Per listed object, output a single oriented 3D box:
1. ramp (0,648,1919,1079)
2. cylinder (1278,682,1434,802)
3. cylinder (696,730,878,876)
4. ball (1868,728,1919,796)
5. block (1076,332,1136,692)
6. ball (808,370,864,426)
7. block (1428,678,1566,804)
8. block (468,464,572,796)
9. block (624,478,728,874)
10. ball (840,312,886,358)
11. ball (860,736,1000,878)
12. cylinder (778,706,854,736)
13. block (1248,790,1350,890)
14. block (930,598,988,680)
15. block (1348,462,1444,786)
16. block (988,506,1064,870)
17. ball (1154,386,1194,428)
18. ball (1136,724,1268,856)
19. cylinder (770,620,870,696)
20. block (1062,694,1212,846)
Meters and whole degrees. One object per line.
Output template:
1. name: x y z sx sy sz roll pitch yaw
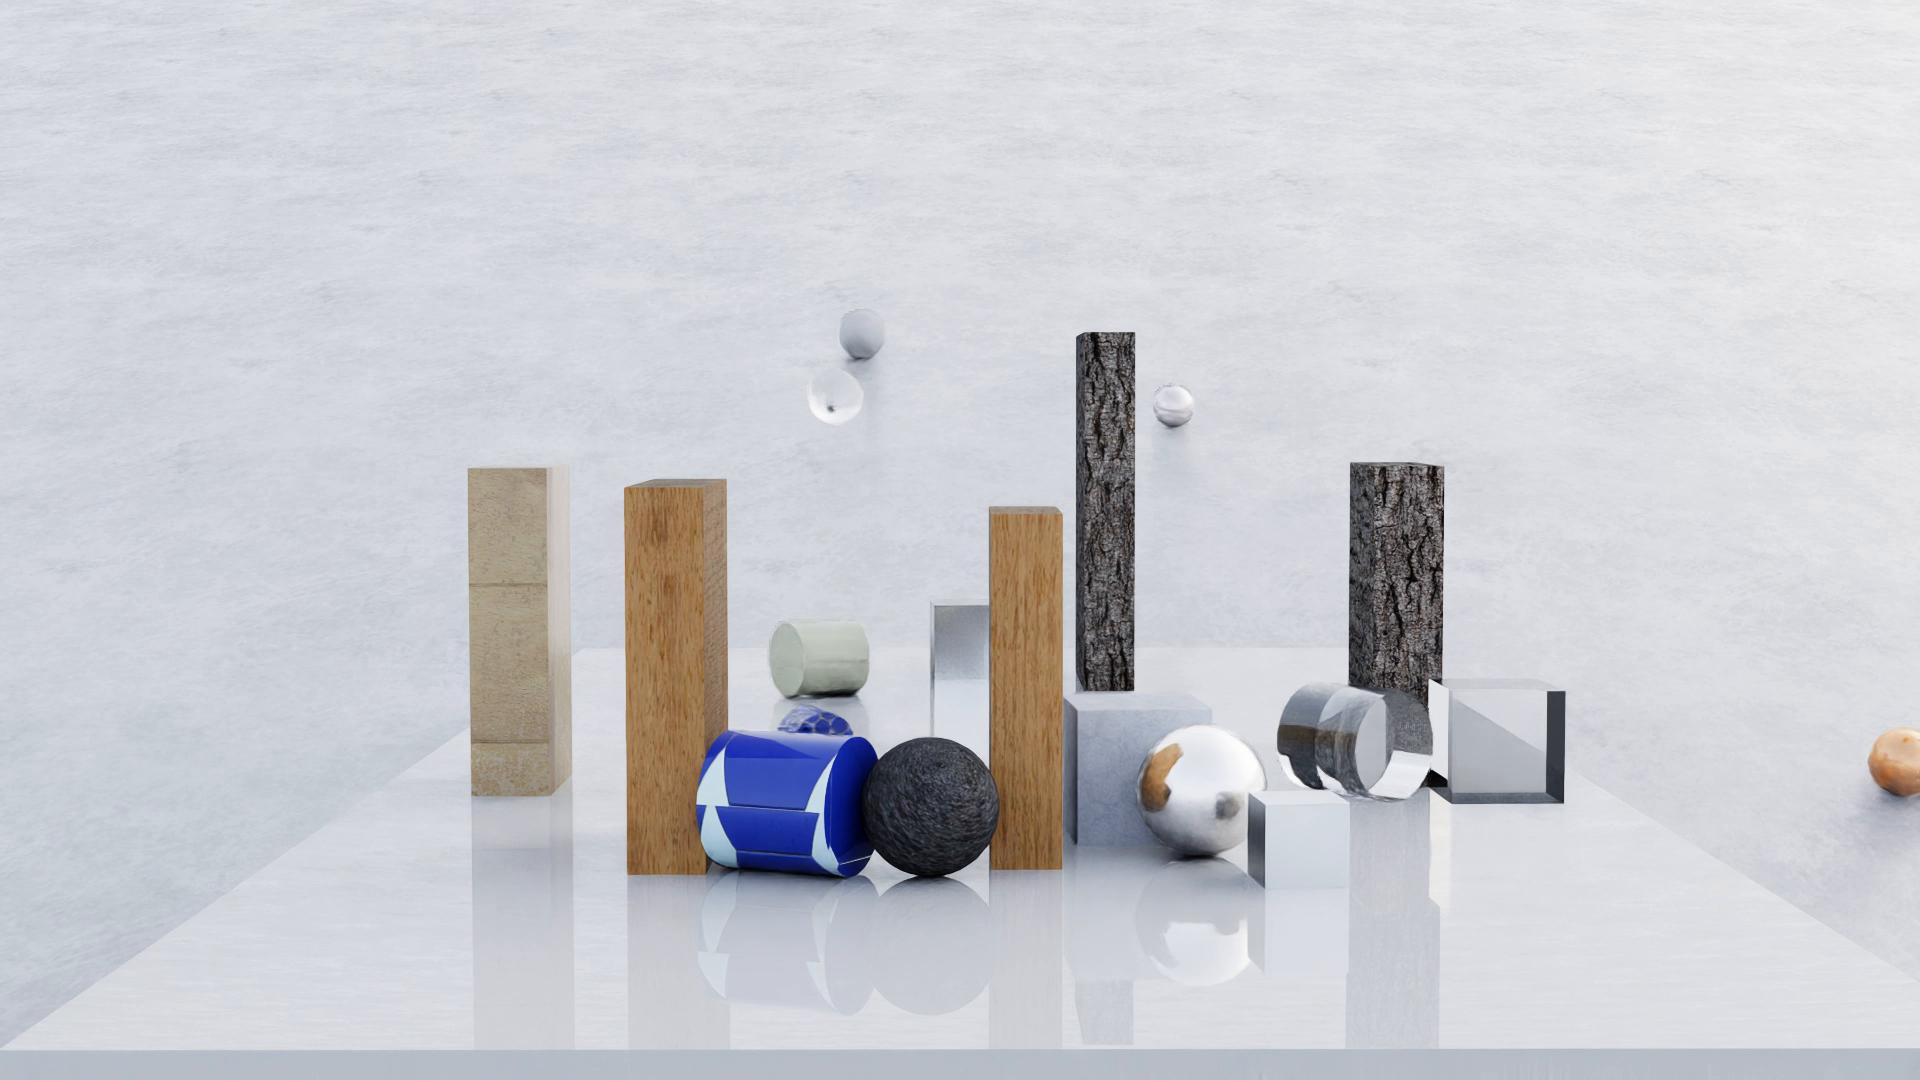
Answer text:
1. ramp: 0.048 0.438 4.532 2.000 0.100 4.000 0 3 0
2. cylinder: 0.633 0.323 4.123 0.176 0.176 0.176 -16 12 -35
3. cylinder: -0.228 0.354 3.474 0.188 0.188 0.188 1 20 23
4. ball: 2.184 0.514 5.944 0.156 0.156 0.156 0 21 0
5. block: 0.323 -0.071 5.758 0.109 0.777 0.411 0 3 0
6. ball: -0.411 -0.472 8.503 0.184 0.184 0.184 0 21 0
7. block: 0.859 0.321 4.125 0.179 0.179 0.179 0 3 -2
8. block: -0.722 0.142 4.232 0.126 0.527 0.243 0 3 0
9. block: -0.395 0.180 3.614 0.106 0.521 0.355 0 3 0
10. ball: -0.350 -0.736 9.221 0.168 0.168 0.168 0 21 0
11. ball: -0.040 0.357 3.437 0.187 0.187 0.187 0 21 0
12. cylinder: -0.247 0.343 4.390 0.107 0.107 0.107 -8 6 -20
13. block: 0.447 0.396 3.403 0.112 0.112 0.112 0 3 -5
14. block: 0.021 0.226 5.874 0.170 0.170 0.170 0 3 -4
15. block: 0.733 0.135 4.333 0.114 0.526 0.262 0 3 0
16. block: 0.090 0.199 3.596 0.097 0.483 0.248 0 3 0
17. ball: 0.706 -0.441 8.487 0.136 0.136 0.136 0 21 0
18. ball: 0.338 0.350 3.589 0.183 0.183 0.183 0 21 0
19. cylinder: -0.300 0.253 5.499 0.158 0.158 0.158 -1 18 -32
20. block: 0.256 0.334 3.771 0.194 0.194 0.194 0 3 -5
